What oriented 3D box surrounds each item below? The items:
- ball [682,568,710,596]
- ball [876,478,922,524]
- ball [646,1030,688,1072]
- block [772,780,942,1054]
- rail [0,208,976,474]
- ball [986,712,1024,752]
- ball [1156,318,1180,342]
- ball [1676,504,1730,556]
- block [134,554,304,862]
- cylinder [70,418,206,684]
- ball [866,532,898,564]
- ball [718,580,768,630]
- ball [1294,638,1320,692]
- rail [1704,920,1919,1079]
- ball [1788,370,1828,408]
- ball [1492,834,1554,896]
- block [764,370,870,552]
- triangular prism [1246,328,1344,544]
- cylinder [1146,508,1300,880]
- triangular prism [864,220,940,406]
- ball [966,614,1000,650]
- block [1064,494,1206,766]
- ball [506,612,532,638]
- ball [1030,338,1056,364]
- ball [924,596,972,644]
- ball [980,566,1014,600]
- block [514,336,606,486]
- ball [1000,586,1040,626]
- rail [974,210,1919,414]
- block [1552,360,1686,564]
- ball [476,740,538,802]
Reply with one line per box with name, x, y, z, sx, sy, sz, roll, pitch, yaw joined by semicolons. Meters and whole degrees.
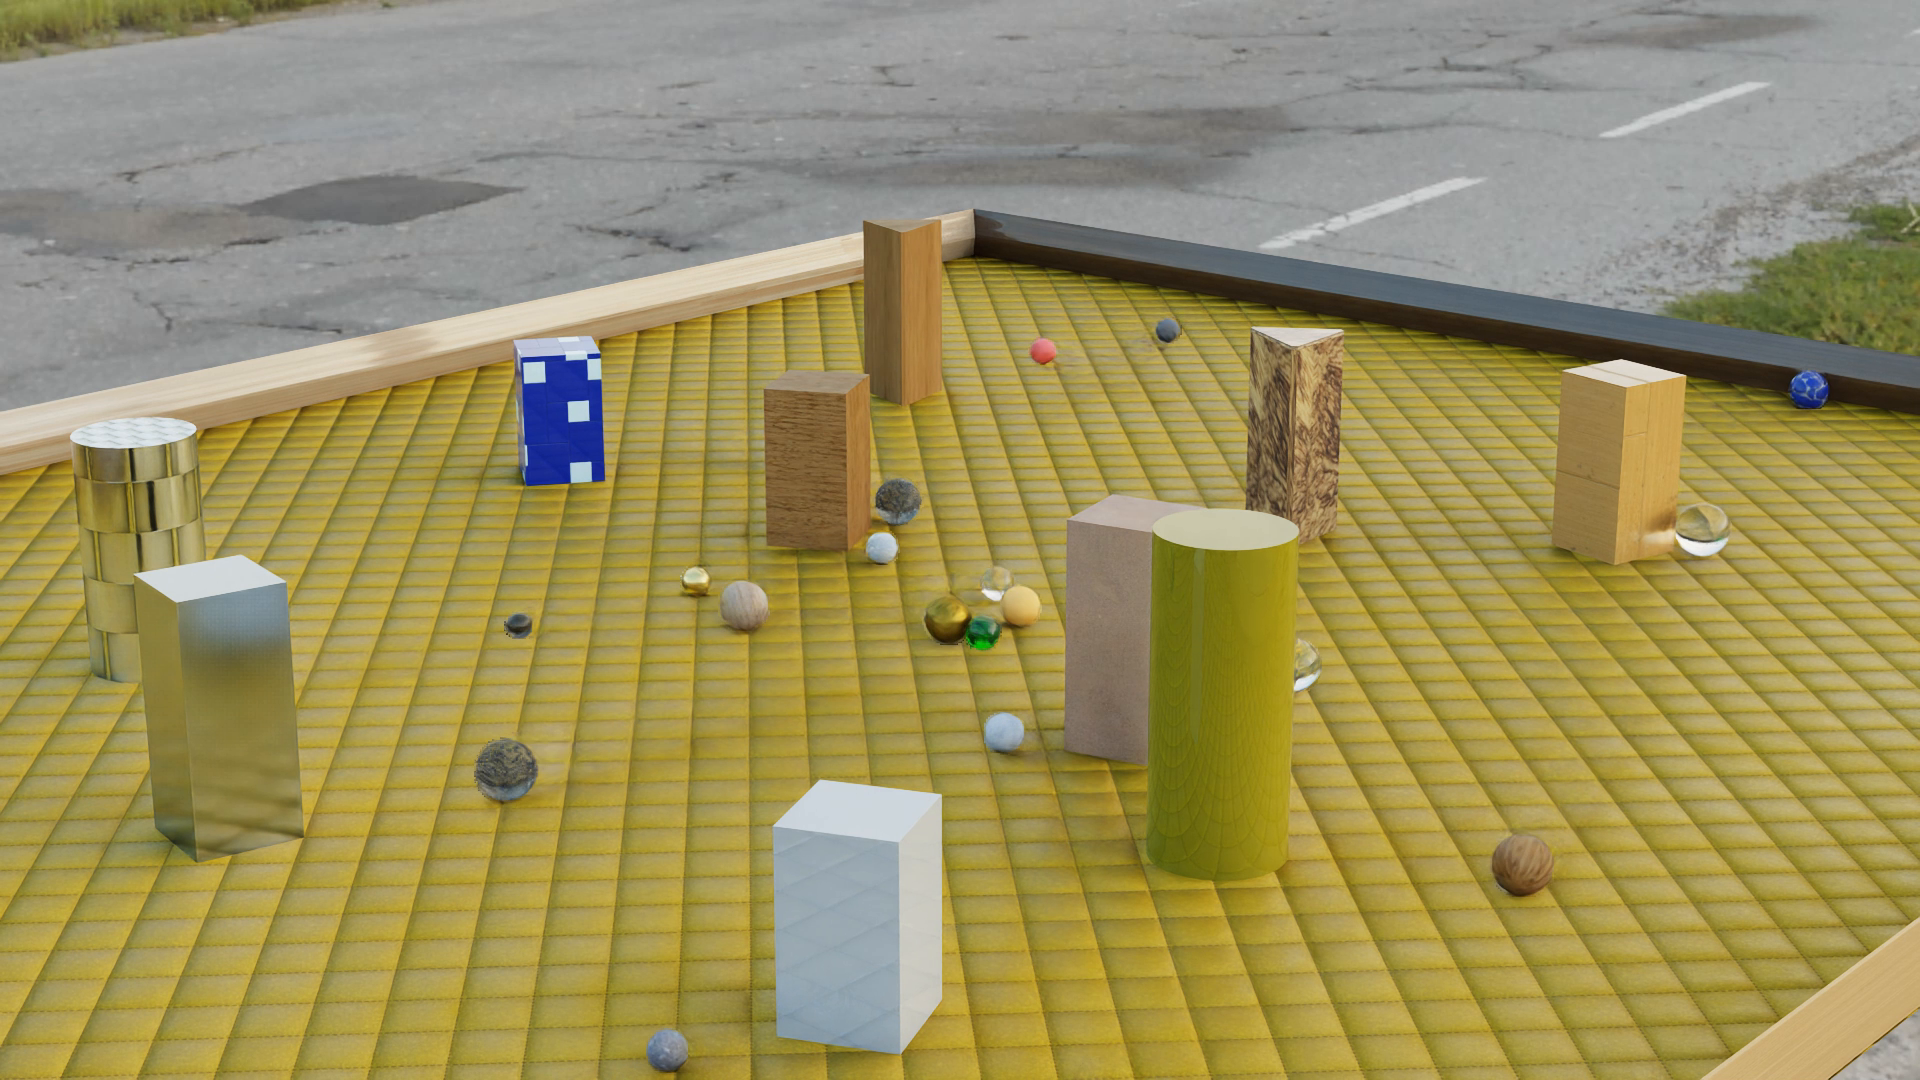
ball;-0.460;0.073;5.116;0.051;0.051;0.051;0;17;0
ball;-0.117;-0.073;5.538;0.087;0.087;0.087;0;17;0
ball;-0.339;0.592;3.401;0.048;0.048;0.048;0;17;0
block;-0.120;0.447;3.498;0.156;0.269;0.156;5;18;17
rail;-1.463;-0.335;6.336;0.045;0.126;4.628;14;22;39
ball;0.067;0.288;4.388;0.059;0.059;0.059;0;17;0
ball;0.497;-0.501;7.013;0.056;0.056;0.056;0;17;0
ball;1.353;-0.019;5.341;0.097;0.097;0.097;0;17;0
block;-1.020;0.230;4.039;0.156;0.373;0.156;-12;20;-34
cylinder;-1.316;0.015;4.725;0.194;0.389;0.194;0;17;0
ball;-0.142;0.013;5.304;0.057;0.057;0.057;0;17;0
ball;-0.365;0.110;4.941;0.083;0.083;0.083;0;17;0
ball;0.528;0.198;4.646;0.084;0.084;0.084;0;17;0
rail;1.463;0.398;3.904;0.045;0.126;4.628;14;22;39
ball;1.849;-0.328;6.389;0.084;0.084;0.084;0;17;0
ball;0.745;0.430;3.882;0.081;0.081;0.081;0;17;0
block;-0.262;-0.148;5.424;0.156;0.298;0.156;4;17;14
triangular prism;0.598;-0.199;5.447;0.146;0.381;0.168;13;21;36
cylinder;0.353;0.207;3.958;0.194;0.464;0.194;0;17;0
triangular prism;-0.105;-0.510;6.470;0.146;0.385;0.168;-10;20;-30
ball;0.038;0.152;4.843;0.057;0.057;0.057;0;17;0
block;0.262;0.134;4.379;0.156;0.361;0.156;9;19;27
ball;-0.736;0.143;4.898;0.044;0.044;0.044;0;17;0
ball;0.192;-0.437;6.795;0.059;0.059;0.059;0;17;0
ball;-0.019;0.132;4.873;0.079;0.079;0.079;0;17;0
ball;0.065;0.076;5.093;0.060;0.060;0.060;0;17;0
block;-0.800;-0.259;5.853;0.156;0.261;0.156;-4;17;-13
ball;0.101;0.111;4.961;0.068;0.068;0.068;0;17;0
rail;1.502;-0.468;6.776;3.921;0.126;0.045;14;22;39
block;1.202;-0.144;5.353;0.156;0.330;0.156;-11;20;-33
ball;-0.650;0.330;4.201;0.089;0.089;0.089;0;17;0
